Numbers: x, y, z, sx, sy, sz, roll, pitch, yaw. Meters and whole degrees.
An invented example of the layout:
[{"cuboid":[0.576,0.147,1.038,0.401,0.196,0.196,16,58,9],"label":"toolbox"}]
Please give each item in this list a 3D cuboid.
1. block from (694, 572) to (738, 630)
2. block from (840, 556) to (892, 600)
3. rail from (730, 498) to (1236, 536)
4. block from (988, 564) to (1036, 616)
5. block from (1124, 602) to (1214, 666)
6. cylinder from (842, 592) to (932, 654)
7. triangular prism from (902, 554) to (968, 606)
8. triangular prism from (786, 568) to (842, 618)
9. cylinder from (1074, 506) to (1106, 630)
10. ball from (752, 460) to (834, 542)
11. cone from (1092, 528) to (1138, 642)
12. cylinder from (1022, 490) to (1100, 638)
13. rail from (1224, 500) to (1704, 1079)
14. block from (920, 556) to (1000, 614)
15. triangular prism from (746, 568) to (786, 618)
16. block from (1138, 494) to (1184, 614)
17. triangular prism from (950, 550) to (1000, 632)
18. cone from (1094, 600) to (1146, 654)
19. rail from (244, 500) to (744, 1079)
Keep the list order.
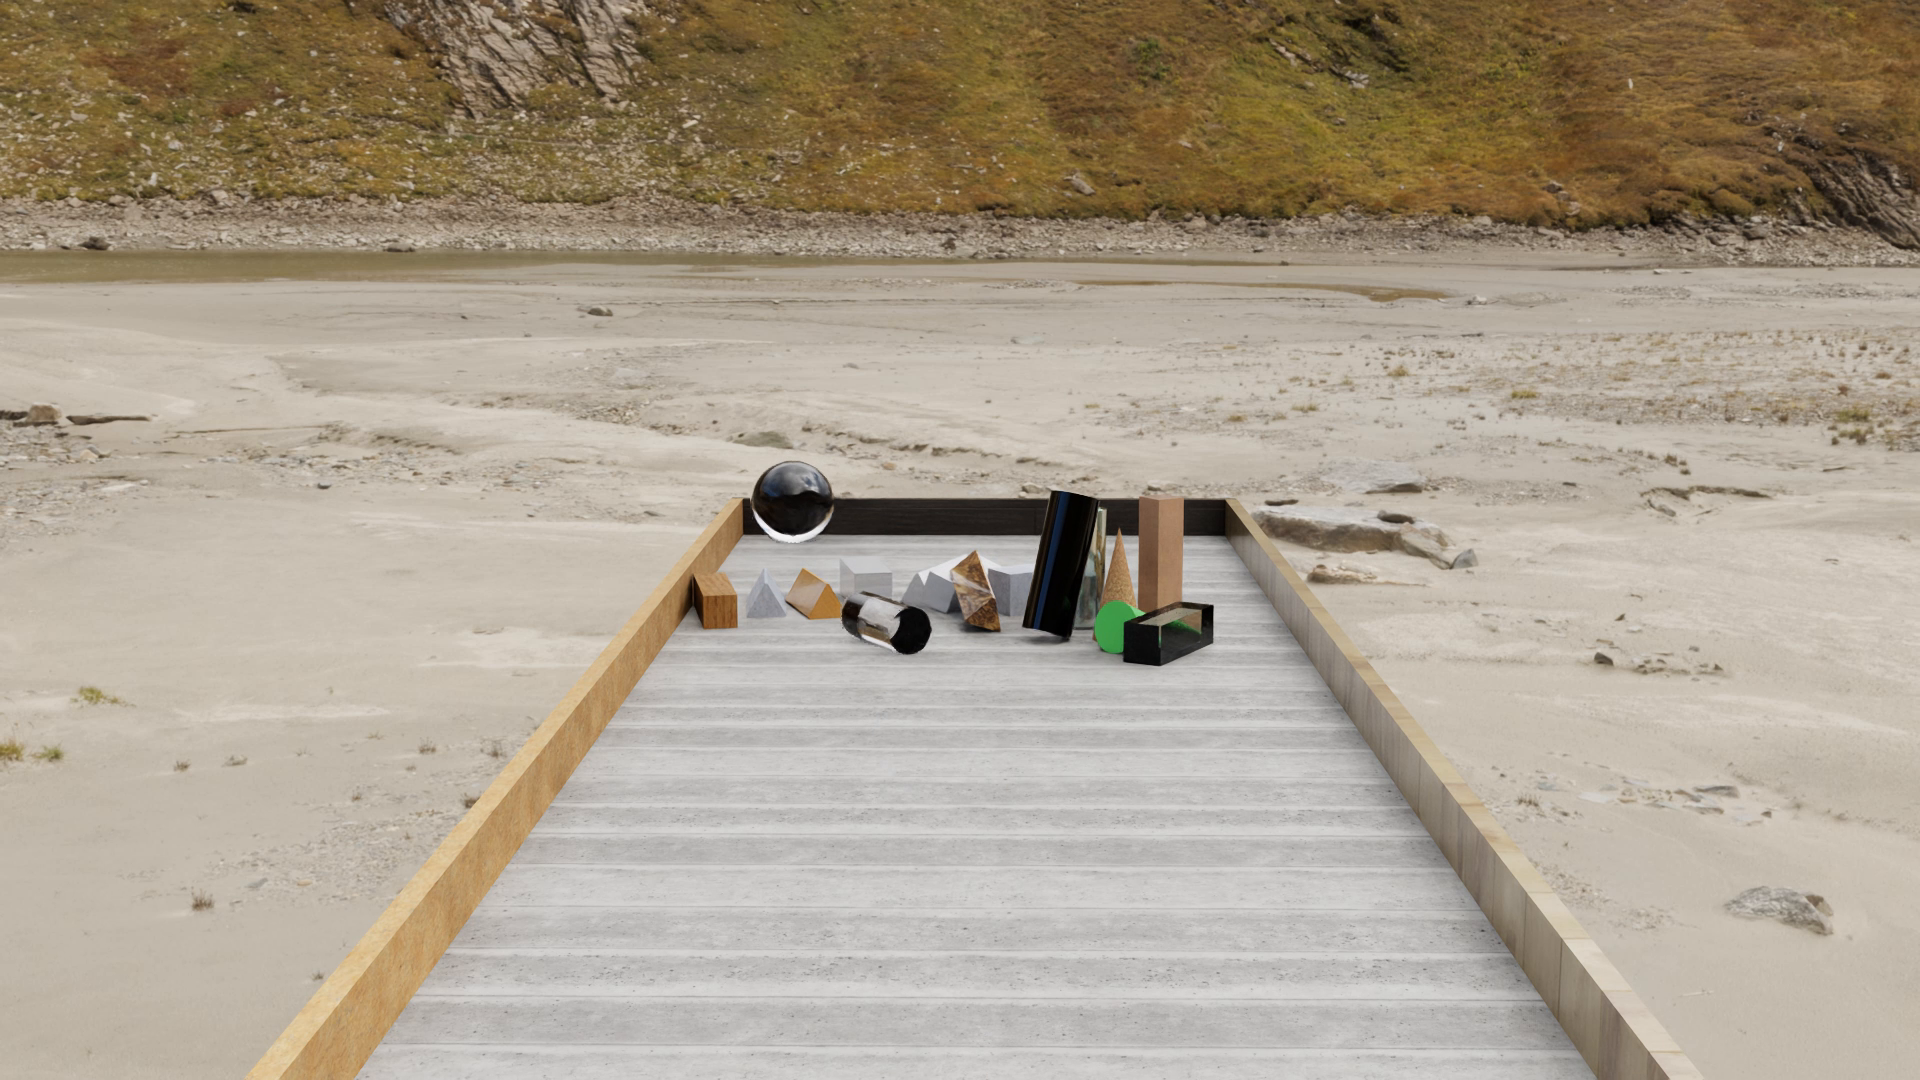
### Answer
[{"cuboid":[-0.823,0.202,7.384,0.110,0.110,0.433,-2,9,-11],"label":"block"},{"cuboid":[-0.328,0.151,7.639,0.131,0.131,0.337,-2,9,-11],"label":"block"},{"cuboid":[0.099,-0.098,9.147,2.100,0.150,0.050,0,9,1],"label":"rail"},{"cuboid":[0.284,0.163,7.521,0.353,0.144,0.144,-5,10,-30],"label":"block"},{"cuboid":[0.648,0.287,6.802,0.123,0.123,0.397,5,10,29],"label":"block"},{"cuboid":[-0.233,0.259,6.903,0.148,0.148,0.312,-5,10,-30],"label":"cylinder"},{"cuboid":[-0.063,0.138,7.754,0.132,0.114,0.434,4,10,22],"label":"triangular prism"},{"cuboid":[-0.493,0.177,7.504,0.132,0.114,0.336,-3,9,-18],"label":"triangular prism"},{"cuboid":[0.388,0.087,7.213,0.178,0.386,0.178,1,8,0],"label":"cylinder"},{"cuboid":[-0.678,-0.156,8.923,0.335,0.335,0.335,0,9,0],"label":"ball"},{"cuboid":[0.505,0.136,6.992,0.166,0.363,0.166,0,9,0],"label":"cone"},{"cuboid":[0.322,0.077,7.008,0.161,0.446,0.161,12,-4,1],"label":"cylinder"},{"cuboid":[1.046,0.843,3.208,0.050,0.150,12.000,0,9,1],"label":"rail"},{"cuboid":[0.009,0.151,7.600,0.111,0.111,0.378,27,19,20],"label":"block"},{"cuboid":[-0.663,0.177,7.511,0.131,0.114,0.307,-1,9,-5],"label":"triangular prism"},{"cuboid":[0.654,0.073,7.173,0.103,0.431,0.103,-6,11,-33],"label":"block"},{"cuboid":[0.065,0.156,7.287,0.122,0.106,0.411,17,19,-14],"label":"triangular prism"},{"cuboid":[0.607,0.287,6.938,0.164,0.164,0.385,8,0,42],"label":"cone"},{"cuboid":[-1.004,0.839,3.234,0.050,0.150,12.000,0,9,1],"label":"rail"}]
